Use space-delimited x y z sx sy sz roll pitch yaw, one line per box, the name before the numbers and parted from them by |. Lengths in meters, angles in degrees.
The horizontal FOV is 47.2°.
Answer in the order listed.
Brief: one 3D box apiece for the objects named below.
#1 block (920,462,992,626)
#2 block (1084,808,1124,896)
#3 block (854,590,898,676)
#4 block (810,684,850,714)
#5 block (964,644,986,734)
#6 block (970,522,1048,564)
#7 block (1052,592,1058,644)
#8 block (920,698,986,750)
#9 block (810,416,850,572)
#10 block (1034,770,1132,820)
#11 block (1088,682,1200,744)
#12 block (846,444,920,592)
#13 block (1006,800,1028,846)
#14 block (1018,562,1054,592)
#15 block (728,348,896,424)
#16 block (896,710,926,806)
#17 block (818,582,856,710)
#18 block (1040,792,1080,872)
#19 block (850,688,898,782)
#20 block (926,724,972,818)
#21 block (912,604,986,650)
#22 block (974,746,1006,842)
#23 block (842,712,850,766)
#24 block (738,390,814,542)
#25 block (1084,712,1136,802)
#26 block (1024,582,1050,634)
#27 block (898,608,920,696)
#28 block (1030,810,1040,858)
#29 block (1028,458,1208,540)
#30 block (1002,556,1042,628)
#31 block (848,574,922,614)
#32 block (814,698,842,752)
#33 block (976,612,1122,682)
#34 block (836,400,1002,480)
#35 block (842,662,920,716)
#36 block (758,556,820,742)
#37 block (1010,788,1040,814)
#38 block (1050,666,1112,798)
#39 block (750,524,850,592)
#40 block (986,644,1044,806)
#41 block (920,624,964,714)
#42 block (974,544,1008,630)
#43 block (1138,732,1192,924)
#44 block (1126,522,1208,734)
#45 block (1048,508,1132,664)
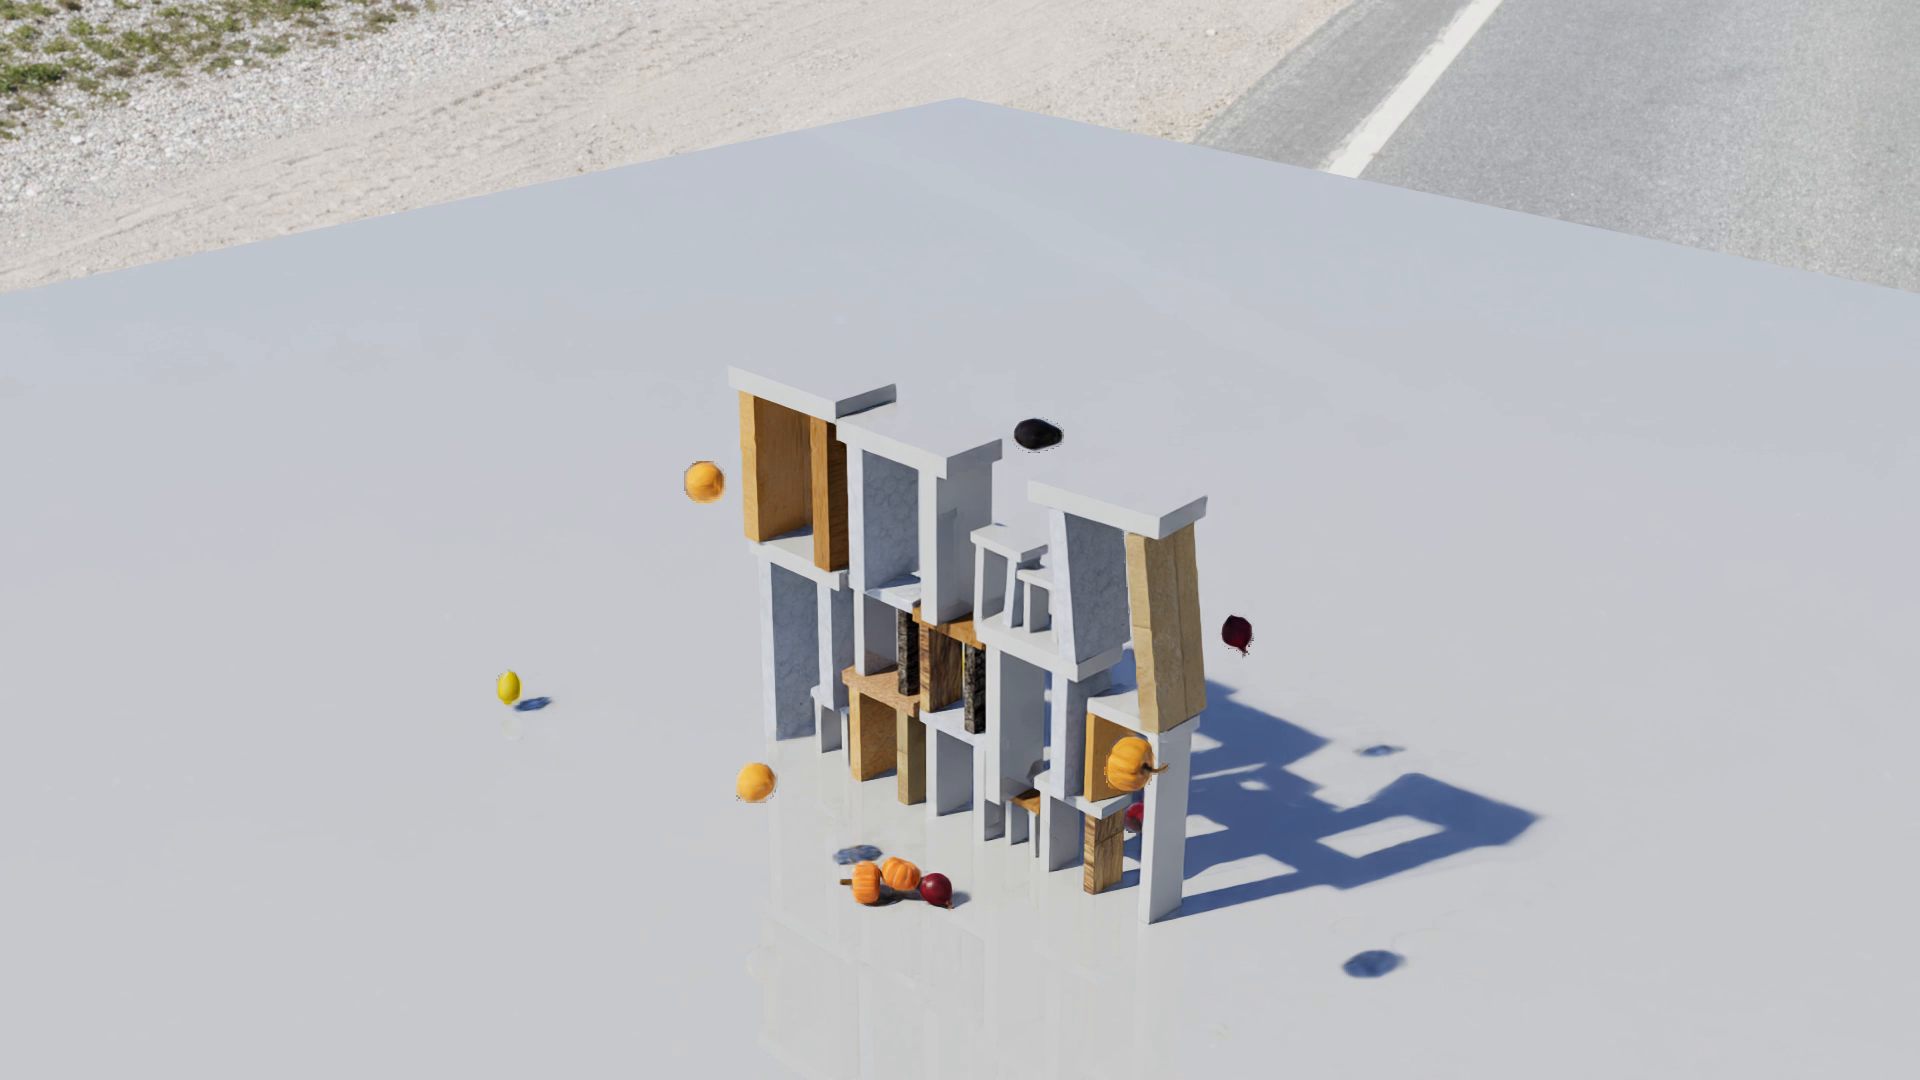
block | -0.007 -0.004 4.232 0.043 0.312 0.151 21 31 40
block | 0.274 0.580 4.174 0.024 0.171 0.086 21 31 41
block | -0.172 0.176 4.488 0.027 0.187 0.094 21 30 40
block | -0.249 0.331 4.635 0.126 0.018 0.063 21 31 41
block | 0.051 0.276 4.280 0.027 0.188 0.094 22 31 40
block | 0.092 0.005 4.122 0.070 0.020 0.140 -19 29 -37
block | 0.193 0.135 4.064 0.015 0.106 0.053 19 30 40
block | 0.027 0.362 4.356 0.202 0.029 0.101 21 31 40
block | -0.222 -0.113 4.426 0.046 0.324 0.162 21 31 40
block | 0.233 0.475 4.173 0.171 0.024 0.086 21 31 41
block | 0.334 0.315 4.004 0.187 0.027 0.094 20 29 39
block | -0.151 -0.063 4.357 0.151 0.301 0.043 -21 31 -41
block | 0.113 0.548 4.340 0.014 0.100 0.050 22 31 40
block | 0.163 0.070 4.061 0.106 0.015 0.053 19 30 38
block | -0.299 -0.313 4.423 0.324 0.046 0.162 21 31 40
block | -0.079 0.426 4.485 0.030 0.212 0.106 21 31 40
block | -0.227 0.200 4.562 0.040 0.280 0.140 21 31 41
block | 0.193 0.549 4.248 0.024 0.171 0.085 21 31 41
block | -0.179 0.388 4.577 0.030 0.212 0.106 21 31 40
block | -0.022 0.449 4.443 0.029 0.202 0.101 21 31 41
block | 0.007 0.159 4.281 0.188 0.027 0.094 21 31 40
block | 0.073 0.486 4.356 0.101 0.202 0.029 -21 31 -41
block | -0.220 0.409 4.636 0.063 0.126 0.018 -21 31 -41
block | -0.376 -0.172 4.565 0.046 0.324 0.162 21 31 40
block | 0.281 0.391 4.098 0.094 0.187 0.027 -10 25 -25
block | 0.143 0.117 4.107 0.015 0.106 0.053 21 30 40
block | -0.082 0.211 4.405 0.027 0.187 0.094 21 31 40
block | 0.159 0.566 4.298 0.050 0.100 0.014 -21 29 -40
block | 0.277 -0.076 3.899 0.288 0.041 0.144 18 29 37
block | 0.117 0.090 4.126 0.020 0.140 0.070 26 34 36
block | -0.126 0.095 4.404 0.187 0.027 0.094 21 31 41
block | -0.279 0.386 4.690 0.018 0.126 0.063 21 31 41
block | 0.167 0.190 4.116 0.254 0.036 0.127 21 31 40
block | -0.080 -0.194 4.227 0.301 0.043 0.151 21 31 40
block | -0.130 0.296 4.484 0.106 0.030 0.211 -21 31 -40
block | -0.359 0.215 4.712 0.040 0.424 0.140 21 31 41
block | 0.137 0.505 4.296 0.100 0.014 0.050 21 31 40
block | 0.227 0.346 4.119 0.036 0.254 0.127 22 31 40
block | -0.293 0.028 4.560 0.140 0.040 0.280 -21 31 -41
block | 0.107 0.337 4.246 0.036 0.335 0.127 21 31 40
block | -0.037 0.241 4.362 0.027 0.188 0.094 21 31 41
block | 0.059 0.082 4.196 0.020 0.180 0.070 23 32 38
block | 0.377 0.520 4.044 0.027 0.382 0.094 22 30 41
block | 0.367 0.148 3.895 0.041 0.364 0.144 9 22 41
block | 0.238 0.064 3.995 0.144 0.288 0.041 -19 22 -38
